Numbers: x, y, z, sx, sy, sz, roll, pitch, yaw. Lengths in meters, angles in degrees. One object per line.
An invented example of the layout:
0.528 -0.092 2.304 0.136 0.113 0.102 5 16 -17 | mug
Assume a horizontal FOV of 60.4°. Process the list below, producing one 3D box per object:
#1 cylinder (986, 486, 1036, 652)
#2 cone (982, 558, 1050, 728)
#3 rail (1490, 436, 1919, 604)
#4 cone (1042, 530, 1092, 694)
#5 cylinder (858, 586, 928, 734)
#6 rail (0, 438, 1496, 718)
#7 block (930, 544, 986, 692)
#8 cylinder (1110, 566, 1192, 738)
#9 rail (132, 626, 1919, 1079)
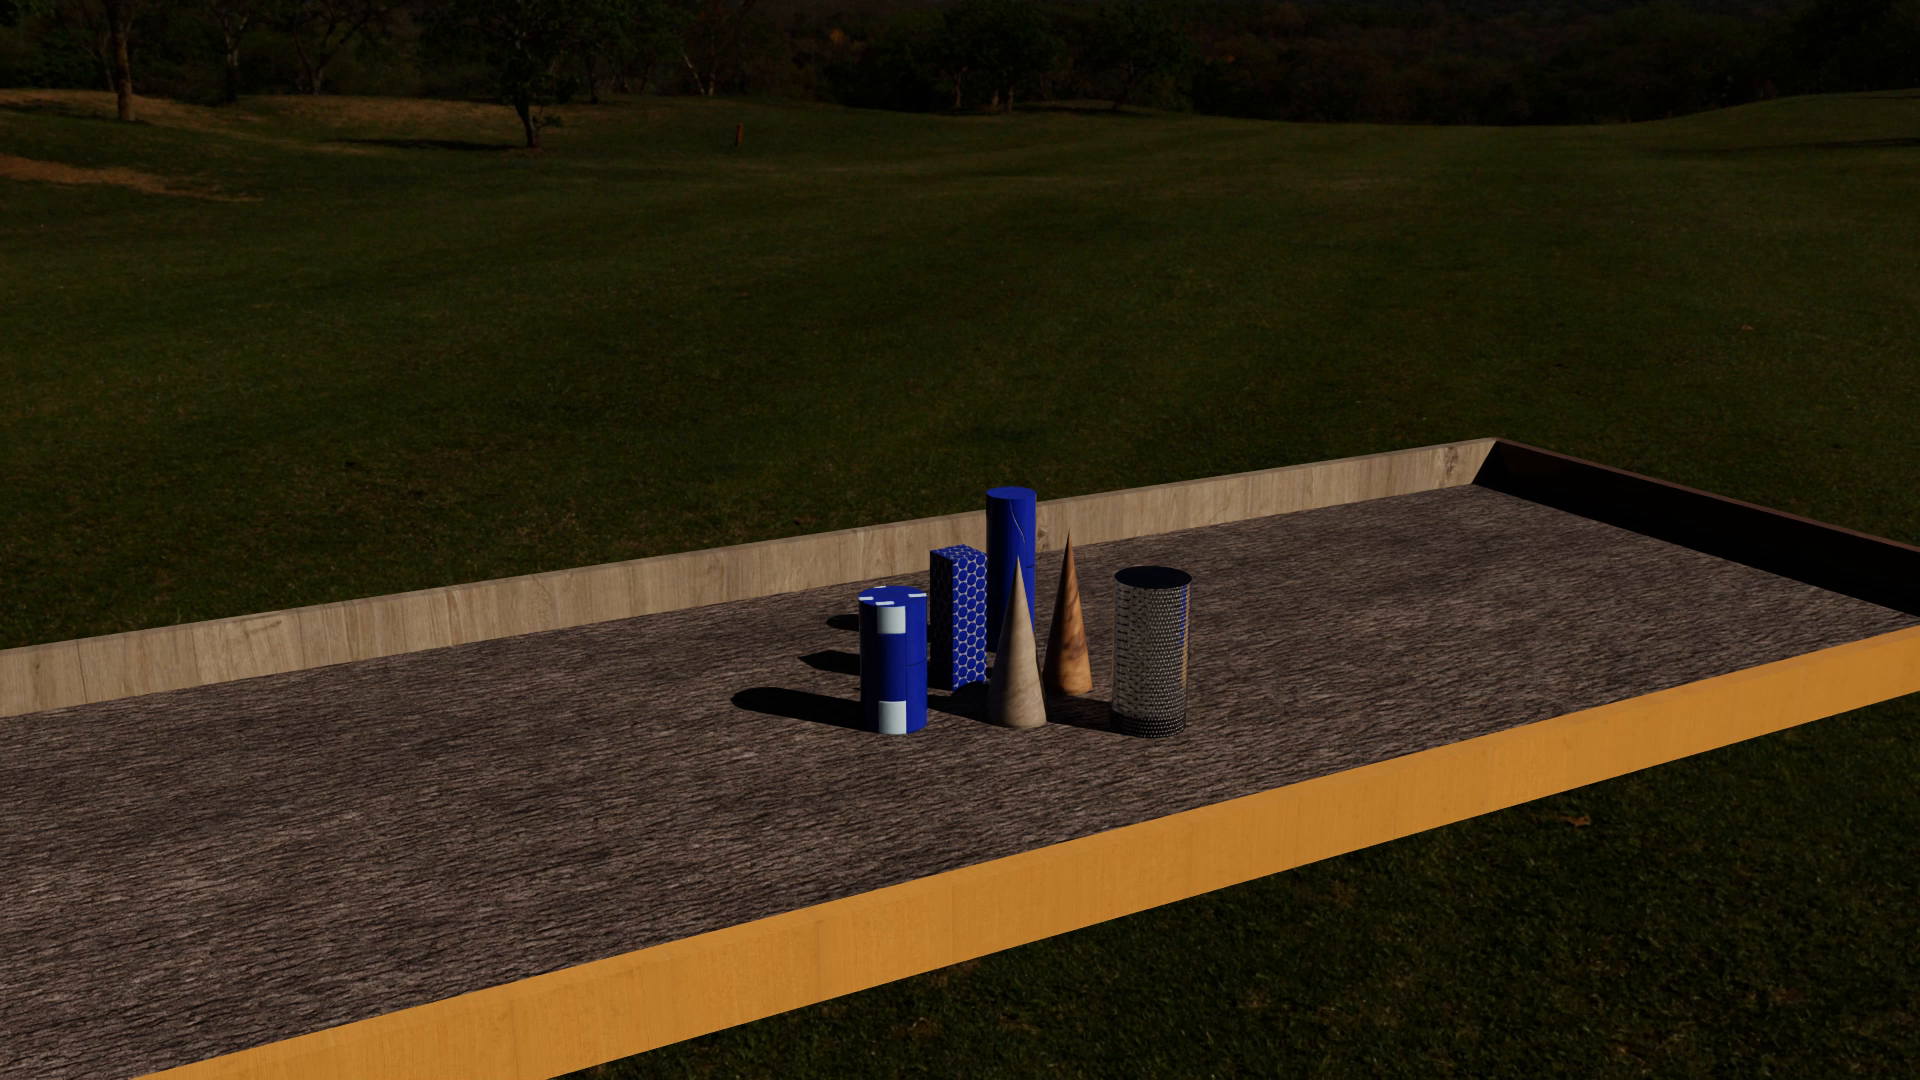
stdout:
0.133 0.080 4.334 0.130 0.422 0.130 0 16 0 | cylinder
0.134 0.226 3.874 0.160 0.402 0.160 0 16 0 | cone
2.466 -0.048 5.253 0.050 0.150 2.100 -9 18 -27 | rail
0.266 0.167 4.063 0.132 0.408 0.132 0 16 0 | cone
-0.156 0.279 3.850 0.158 0.312 0.158 0 16 0 | cylinder
-3.305 0.497 3.399 12.000 0.150 0.050 -9 18 -27 | rail
-0.004 0.193 4.098 0.101 0.339 0.101 -11 20 -33 | block
0.443 0.259 3.834 0.177 0.361 0.177 0 16 0 | cylinder
-2.336 1.006 1.665 12.000 0.150 0.050 -9 18 -27 | rail
